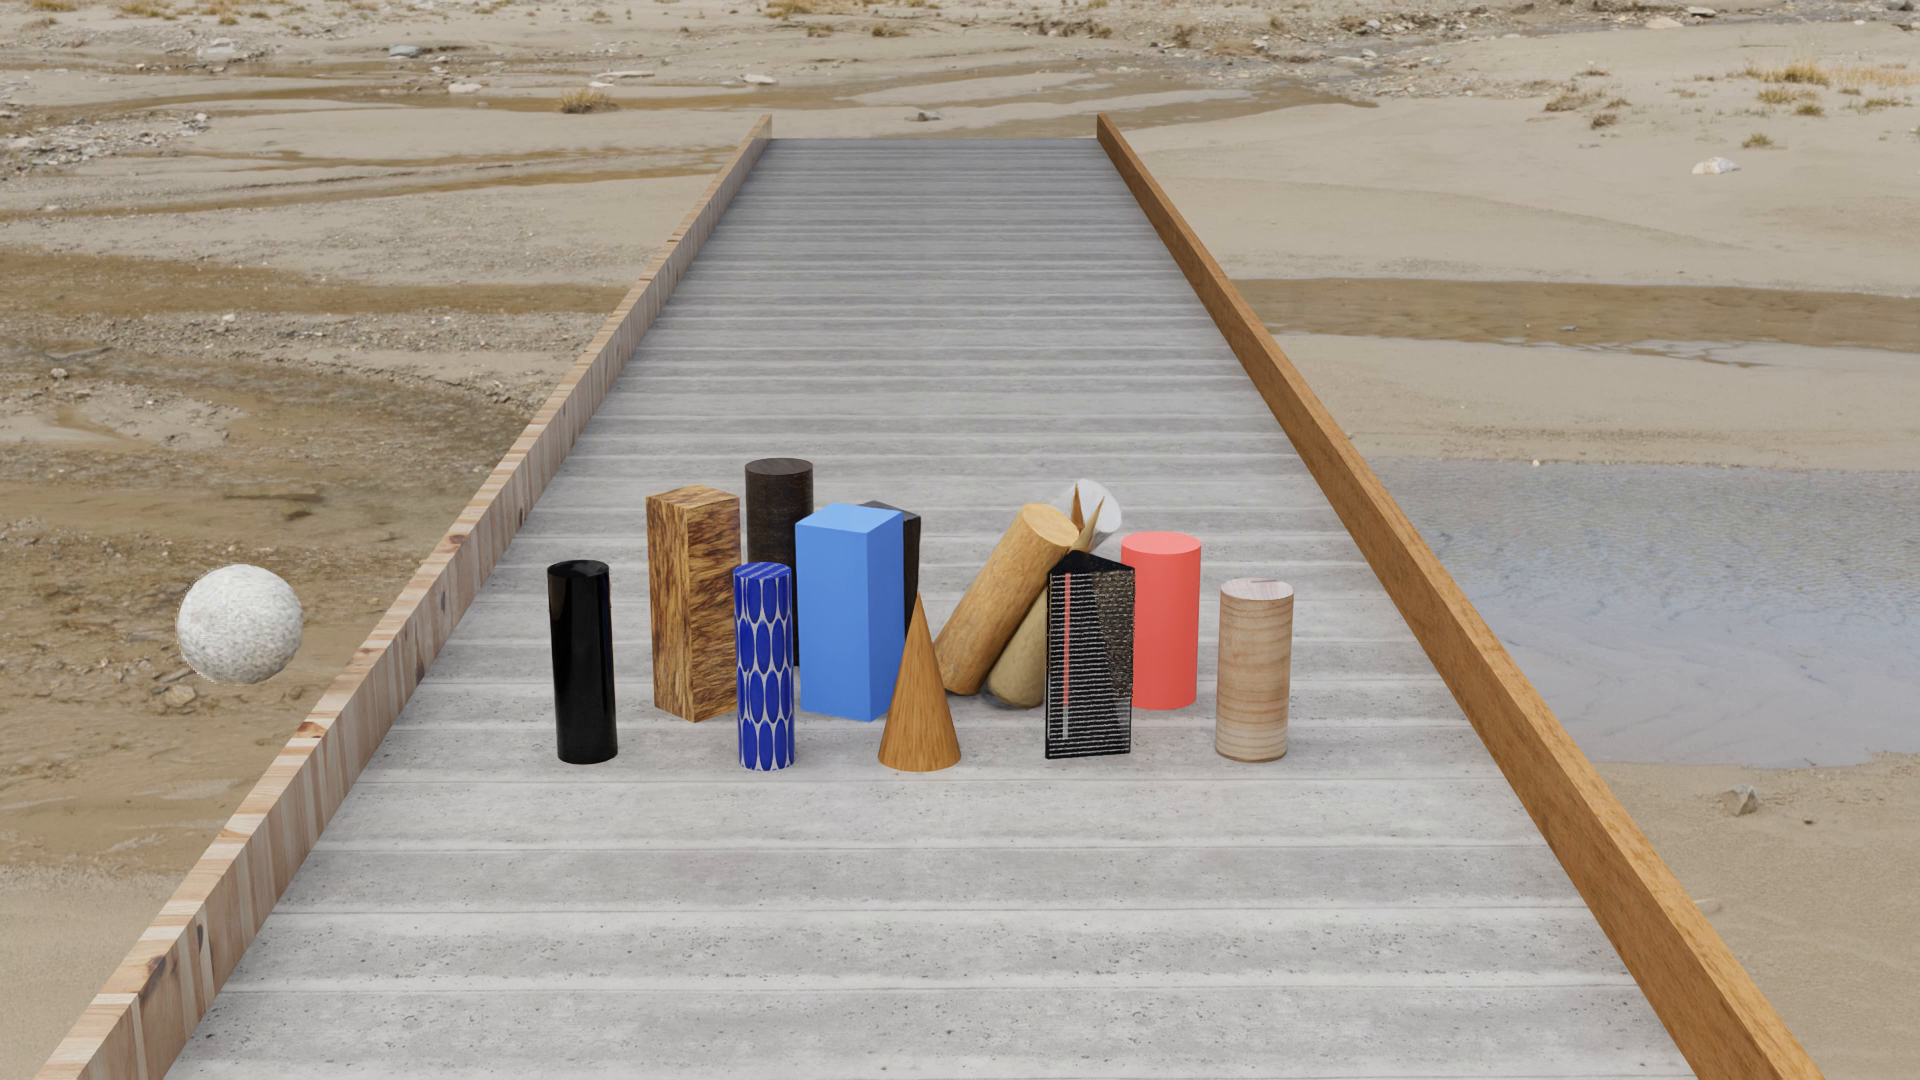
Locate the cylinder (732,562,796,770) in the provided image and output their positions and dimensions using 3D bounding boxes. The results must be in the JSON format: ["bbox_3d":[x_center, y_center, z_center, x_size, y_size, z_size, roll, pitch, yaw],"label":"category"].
[{"bbox_3d":[-0.343,0.222,3.860,0.101,0.353,0.101,0,17,0],"label":"cylinder"}]

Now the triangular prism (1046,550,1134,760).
[{"bbox_3d":[0.218,0.201,3.942,0.154,0.346,0.133,-3,17,-10],"label":"triangular prism"}]

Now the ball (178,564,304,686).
[{"bbox_3d":[-1.236,0.146,3.781,0.207,0.207,0.207,0,17,0],"label":"ball"}]

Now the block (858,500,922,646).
[{"bbox_3d":[-0.171,0.107,4.272,0.125,0.331,0.125,19,25,39],"label":"block"}]

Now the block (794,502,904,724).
[{"bbox_3d":[-0.203,0.135,4.120,0.147,0.370,0.147,8,19,24],"label":"block"}]

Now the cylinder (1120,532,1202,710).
[{"bbox_3d":[0.378,0.152,4.176,0.150,0.307,0.150,0,17,0],"label":"cylinder"}]

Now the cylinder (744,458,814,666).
[{"bbox_3d":[-0.356,0.044,4.384,0.134,0.396,0.134,0,17,0],"label":"cylinder"}]

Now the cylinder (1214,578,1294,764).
[{"bbox_3d":[0.523,0.232,3.915,0.129,0.304,0.129,0,17,0],"label":"cylinder"}]

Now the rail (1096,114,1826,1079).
[{"bbox_3d":[0.932,-0.844,7.801,0.050,0.150,12.000,0,17,-1],"label":"rail"}]

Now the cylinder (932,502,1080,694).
[{"bbox_3d":[0.077,0.113,4.153,0.124,0.388,0.124,24,31,-15],"label":"cylinder"}]

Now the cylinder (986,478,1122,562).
[{"bbox_3d":[0.194,0.010,4.652,0.132,0.132,0.311,-20,-17,-49],"label":"cylinder"}]

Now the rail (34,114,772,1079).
[{"bbox_3d":[-1.118,-0.838,7.780,0.050,0.150,12.000,0,17,-1],"label":"rail"}]

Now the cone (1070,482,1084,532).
[{"bbox_3d":[0.231,0.057,4.345,0.114,0.381,0.114,-1,25,1],"label":"cone"}]

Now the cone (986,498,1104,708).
[{"bbox_3d":[0.182,0.102,4.070,0.116,0.460,0.116,17,31,-11],"label":"cone"}]

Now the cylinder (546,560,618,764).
[{"bbox_3d":[-0.667,0.216,3.892,0.108,0.346,0.108,0,17,0],"label":"cylinder"}]

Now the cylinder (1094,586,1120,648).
[{"bbox_3d":[0.294,0.157,4.494,0.108,0.108,0.328,-14,20,-39],"label":"cylinder"}]

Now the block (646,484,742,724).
[{"bbox_3d":[-0.492,0.118,4.106,0.122,0.413,0.122,-16,23,-42],"label":"block"}]

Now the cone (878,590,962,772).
[{"bbox_3d":[-0.072,0.236,3.885,0.149,0.312,0.149,0,17,0],"label":"cone"}]
